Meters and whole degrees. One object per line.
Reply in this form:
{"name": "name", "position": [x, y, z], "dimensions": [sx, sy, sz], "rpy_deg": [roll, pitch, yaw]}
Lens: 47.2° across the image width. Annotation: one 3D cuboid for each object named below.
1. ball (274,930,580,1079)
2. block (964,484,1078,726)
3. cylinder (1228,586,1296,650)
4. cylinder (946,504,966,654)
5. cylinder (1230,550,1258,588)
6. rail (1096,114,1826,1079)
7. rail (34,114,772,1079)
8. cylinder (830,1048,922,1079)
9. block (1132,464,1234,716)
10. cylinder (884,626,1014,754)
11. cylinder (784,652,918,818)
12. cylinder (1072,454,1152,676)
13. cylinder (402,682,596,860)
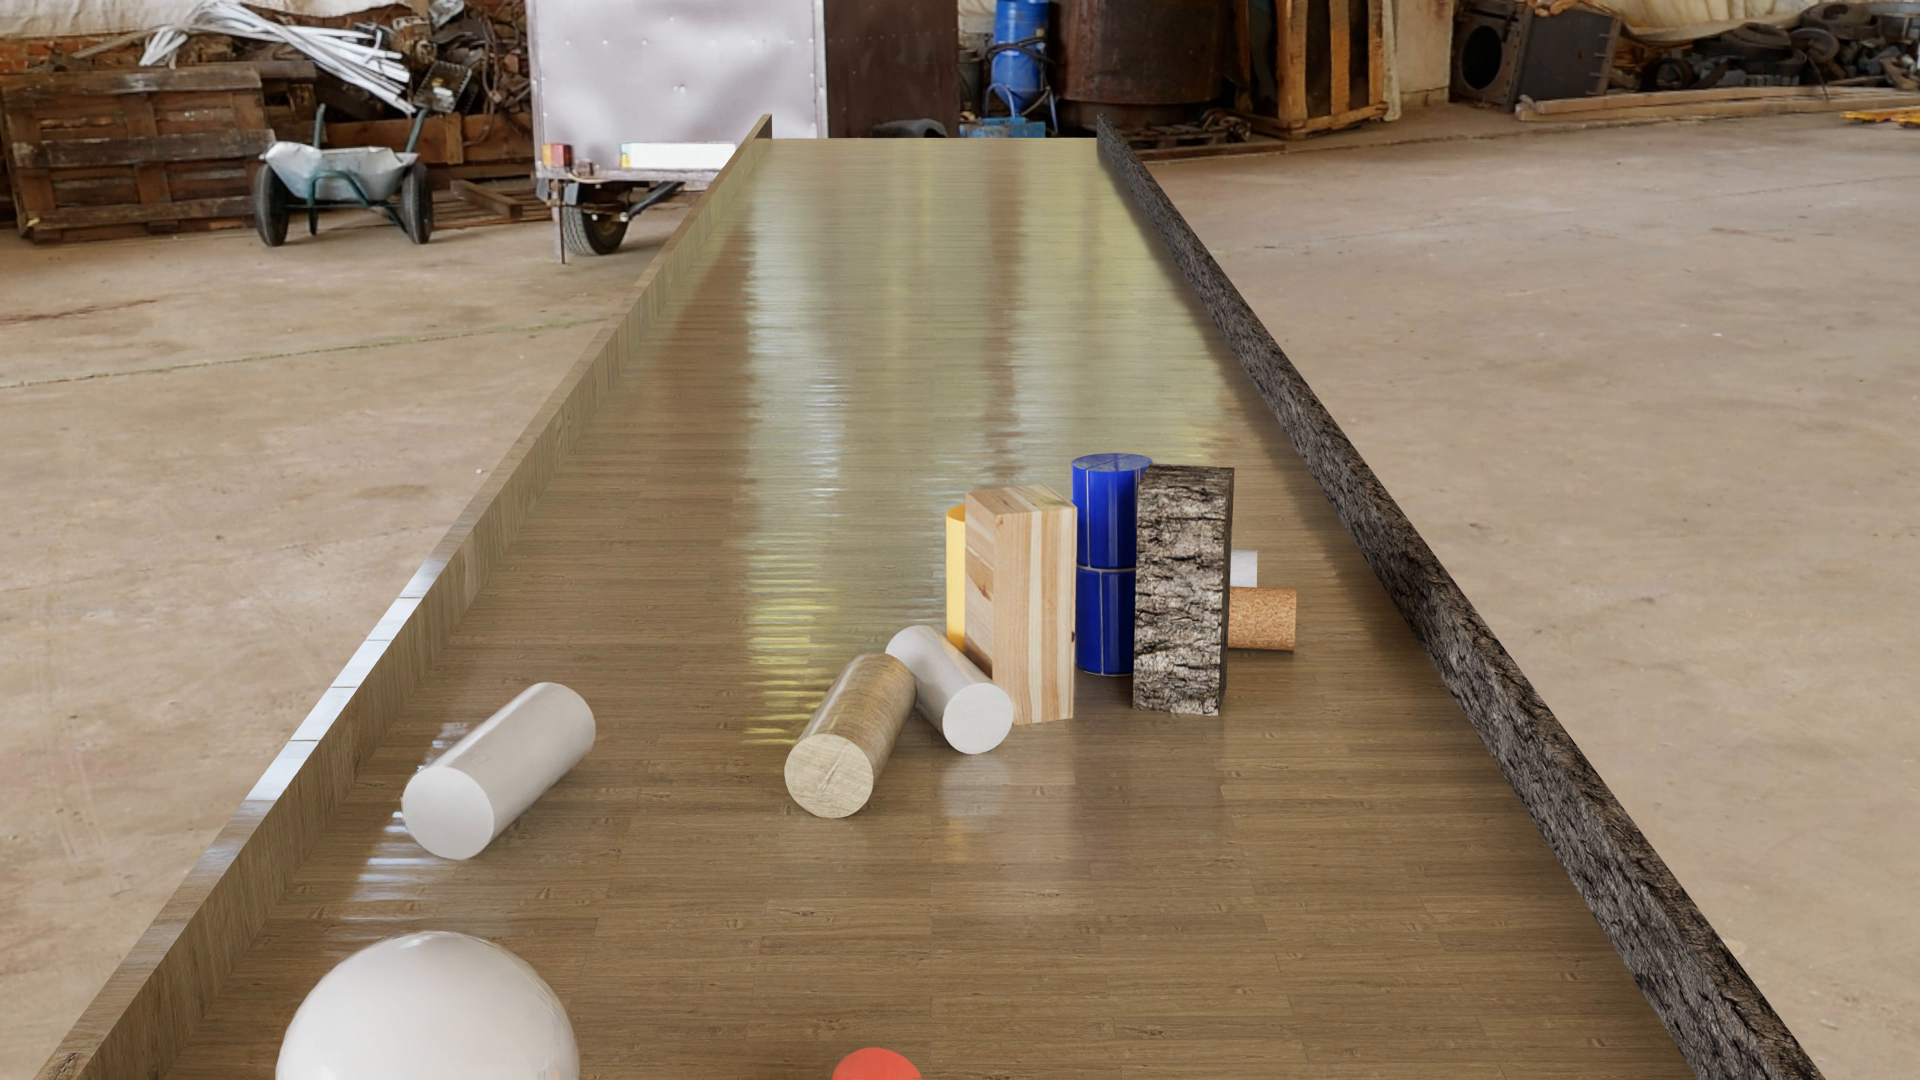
{"name": "ball", "position": [-0.611, 0.623, 2.531], "dimensions": [0.342, 0.342, 0.342], "rpy_deg": [0, 17, 0]}
{"name": "block", "position": [0.110, 0.121, 4.093], "dimensions": [0.160, 0.411, 0.160], "rpy_deg": [-6, 19, -18]}
{"name": "cylinder", "position": [0.479, 0.154, 4.489], "dimensions": [0.406, 0.125, 0.125], "rpy_deg": [2, 17, 8]}
{"name": "cylinder", "position": [0.048, 0.113, 4.245], "dimensions": [0.148, 0.343, 0.148], "rpy_deg": [0, 17, 0]}
{"name": "cylinder", "position": [0.443, 0.093, 4.639], "dimensions": [0.359, 0.157, 0.157], "rpy_deg": [2, 17, 7]}
{"name": "rail", "position": [0.932, -0.844, 7.801], "dimensions": [0.050, 0.150, 12.000], "rpy_deg": [0, 17, -1]}
{"name": "rail", "position": [-1.118, -0.838, 7.780], "dimensions": [0.050, 0.150, 12.000], "rpy_deg": [0, 17, -1]}
{"name": "cylinder", "position": [-0.139, 0.738, 2.533], "dimensions": [0.122, 0.122, 0.397], "rpy_deg": [3, 17, 11]}
{"name": "block", "position": [0.422, 0.092, 4.146], "dimensions": [0.161, 0.440, 0.161], "rpy_deg": [4, 17, 12]}
{"name": "cylinder", "position": [-0.025, 0.273, 4.073], "dimensions": [0.135, 0.135, 0.339], "rpy_deg": [-6, 18, -19]}
{"name": "cylinder", "position": [-0.185, 0.334, 3.840], "dimensions": [0.151, 0.151, 0.411], "rpy_deg": [3, 17, 9]}
{"name": "cylinder", "position": [0.303, 0.047, 4.334], "dimensions": [0.160, 0.412, 0.160], "rpy_deg": [-2, 15, 1]}
{"name": "cylinder", "position": [-0.762, 0.379, 3.672], "dimensions": [0.159, 0.159, 0.397], "rpy_deg": [4, 17, 14]}
